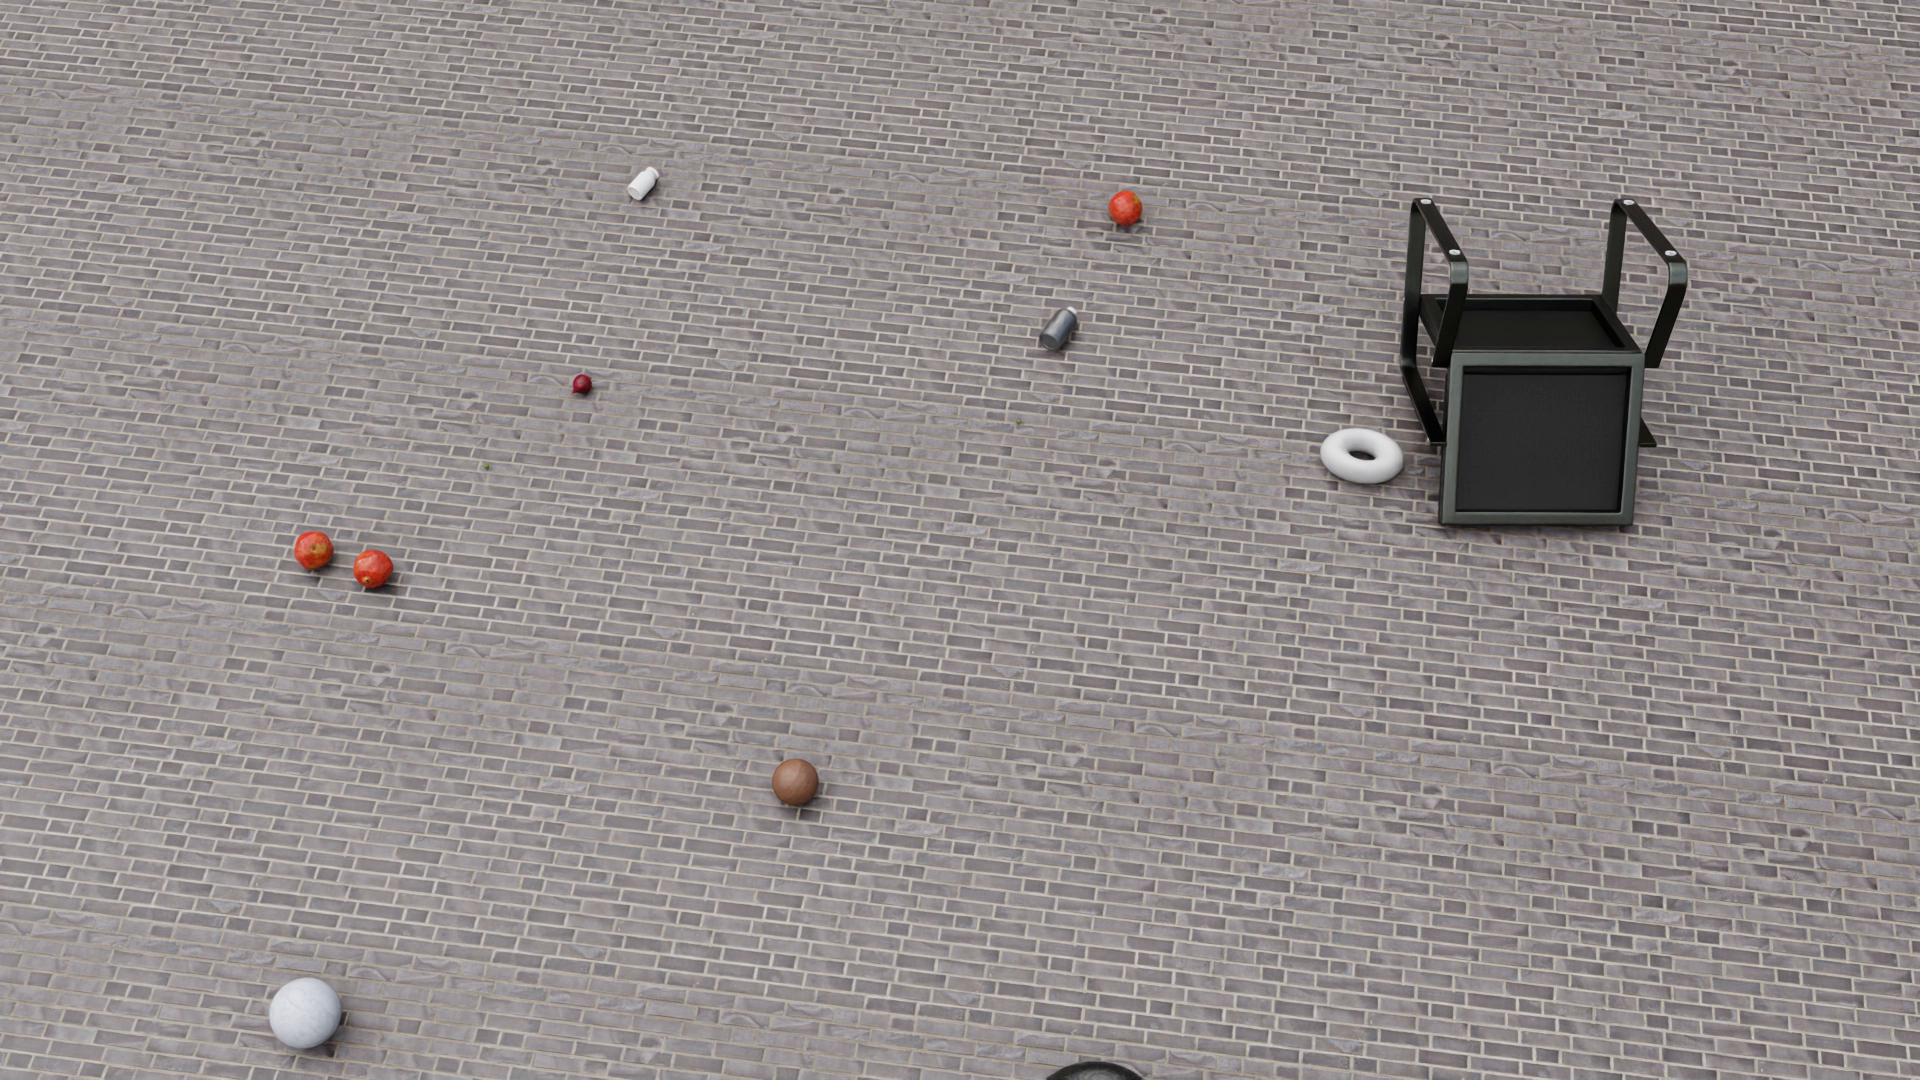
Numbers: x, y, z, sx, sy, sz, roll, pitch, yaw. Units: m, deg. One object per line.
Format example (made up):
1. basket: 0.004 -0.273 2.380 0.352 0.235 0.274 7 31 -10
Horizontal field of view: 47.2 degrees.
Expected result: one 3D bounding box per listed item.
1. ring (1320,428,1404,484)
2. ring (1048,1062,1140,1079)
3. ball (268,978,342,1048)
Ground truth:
1. ring: 1.223 -0.256 6.691 0.255 0.093 0.175 9 58 5
2. ring: 0.343 1.494 5.474 0.387 0.165 0.402 -23 58 -13
3. ball: -1.682 1.215 5.651 0.179 0.179 0.179 0 56 0
